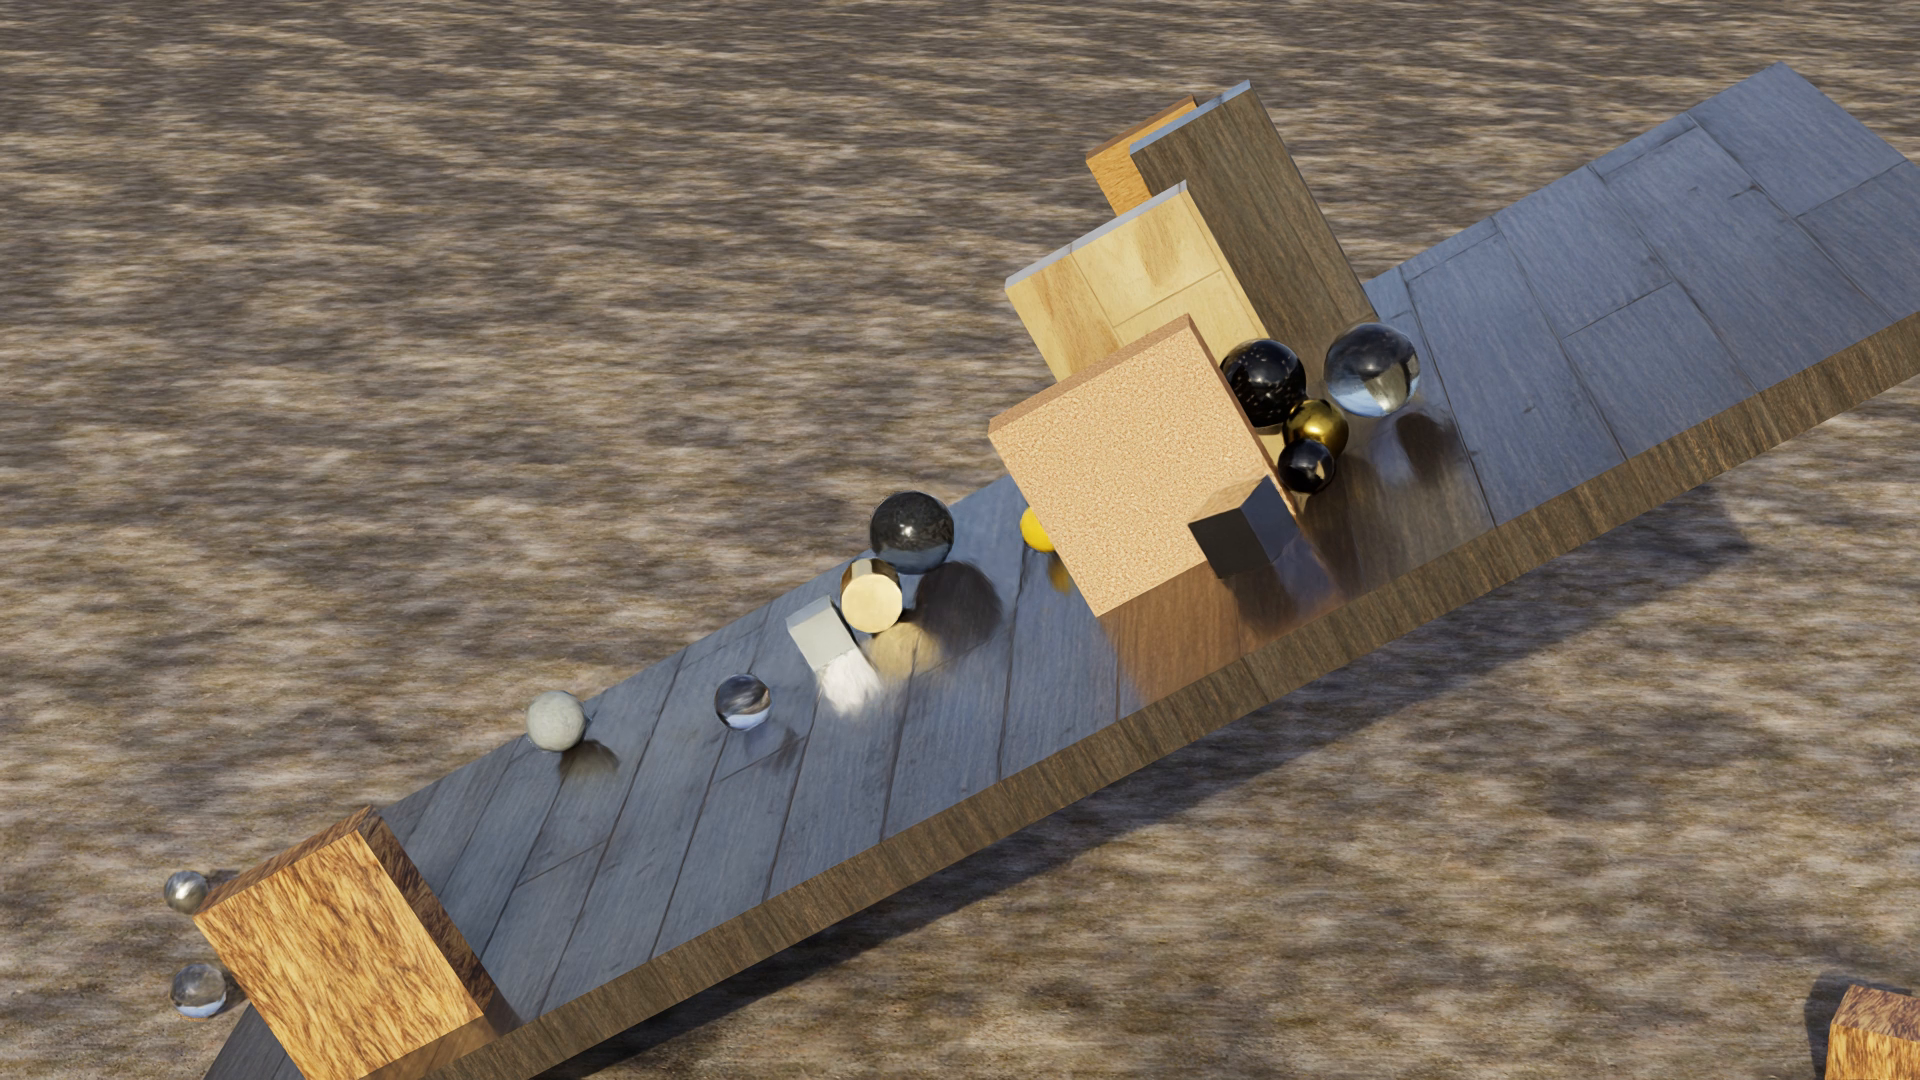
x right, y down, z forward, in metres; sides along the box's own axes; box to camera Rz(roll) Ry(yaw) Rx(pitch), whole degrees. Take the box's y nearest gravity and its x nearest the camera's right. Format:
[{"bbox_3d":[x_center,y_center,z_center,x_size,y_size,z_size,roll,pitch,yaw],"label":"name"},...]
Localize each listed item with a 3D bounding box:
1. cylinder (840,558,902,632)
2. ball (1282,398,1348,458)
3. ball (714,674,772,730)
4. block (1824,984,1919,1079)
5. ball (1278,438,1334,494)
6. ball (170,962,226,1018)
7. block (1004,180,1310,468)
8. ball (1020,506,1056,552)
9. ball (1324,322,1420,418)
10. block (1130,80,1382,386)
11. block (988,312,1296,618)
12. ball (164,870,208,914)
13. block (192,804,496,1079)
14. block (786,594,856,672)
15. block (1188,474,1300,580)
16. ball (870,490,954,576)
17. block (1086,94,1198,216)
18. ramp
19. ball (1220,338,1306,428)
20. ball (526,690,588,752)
[{"bbox_3d":[-0.200,0.124,6.641,0.138,0.138,0.138,-1,15,-3],"label":"cylinder"},{"bbox_3d":[0.718,-0.218,5.939,0.135,0.135,0.135,0,18,0],"label":"ball"},{"bbox_3d":[-0.477,0.355,6.453,0.125,0.125,0.125,0,18,0],"label":"ball"},{"bbox_3d":[2.011,1.123,6.400,0.206,0.206,0.206,9,21,26],"label":"block"},{"bbox_3d":[0.683,-0.146,5.811,0.113,0.113,0.113,0,18,0],"label":"ball"},{"bbox_3d":[-1.750,1.036,6.756,0.127,0.127,0.127,0,18,0],"label":"ball"},{"bbox_3d":[0.428,-0.363,6.033,0.420,0.617,0.101,-28,15,12],"label":"block"},{"bbox_3d":[0.190,-0.031,6.413,0.117,0.117,0.117,0,18,0],"label":"ball"},{"bbox_3d":[0.840,-0.347,6.002,0.195,0.195,0.195,0,18,0],"label":"ball"},{"bbox_3d":[0.661,-0.653,6.479,0.297,0.645,0.115,-28,15,12],"label":"block"},{"bbox_3d":[0.360,-0.147,5.820,0.449,0.434,0.114,-28,15,12],"label":"block"},{"bbox_3d":[-1.921,0.874,7.303,0.108,0.108,0.108,0,18,0],"label":"ball"},{"bbox_3d":[-1.202,0.807,5.757,0.388,0.446,0.122,-28,15,12],"label":"block"},{"bbox_3d":[-0.313,0.208,6.641,0.112,0.112,0.112,-31,14,2],"label":"block"},{"bbox_3d":[0.545,-0.025,5.652,0.130,0.130,0.130,-18,19,41],"label":"block"},{"bbox_3d":[-0.111,-0.016,6.810,0.198,0.198,0.198,0,18,0],"label":"ball"},{"bbox_3d":[0.566,-0.671,6.744,0.277,0.638,0.094,-28,15,12],"label":"block"},{"bbox_3d":[0.142,0.168,6.284,4.000,0.100,2.000,-28,15,12],"label":"ramp"},{"bbox_3d":[0.603,-0.315,5.890,0.181,0.181,0.181,0,18,0],"label":"ball"},{"bbox_3d":[-0.980,0.439,7.137,0.150,0.150,0.150,0,18,0],"label":"ball"}]
